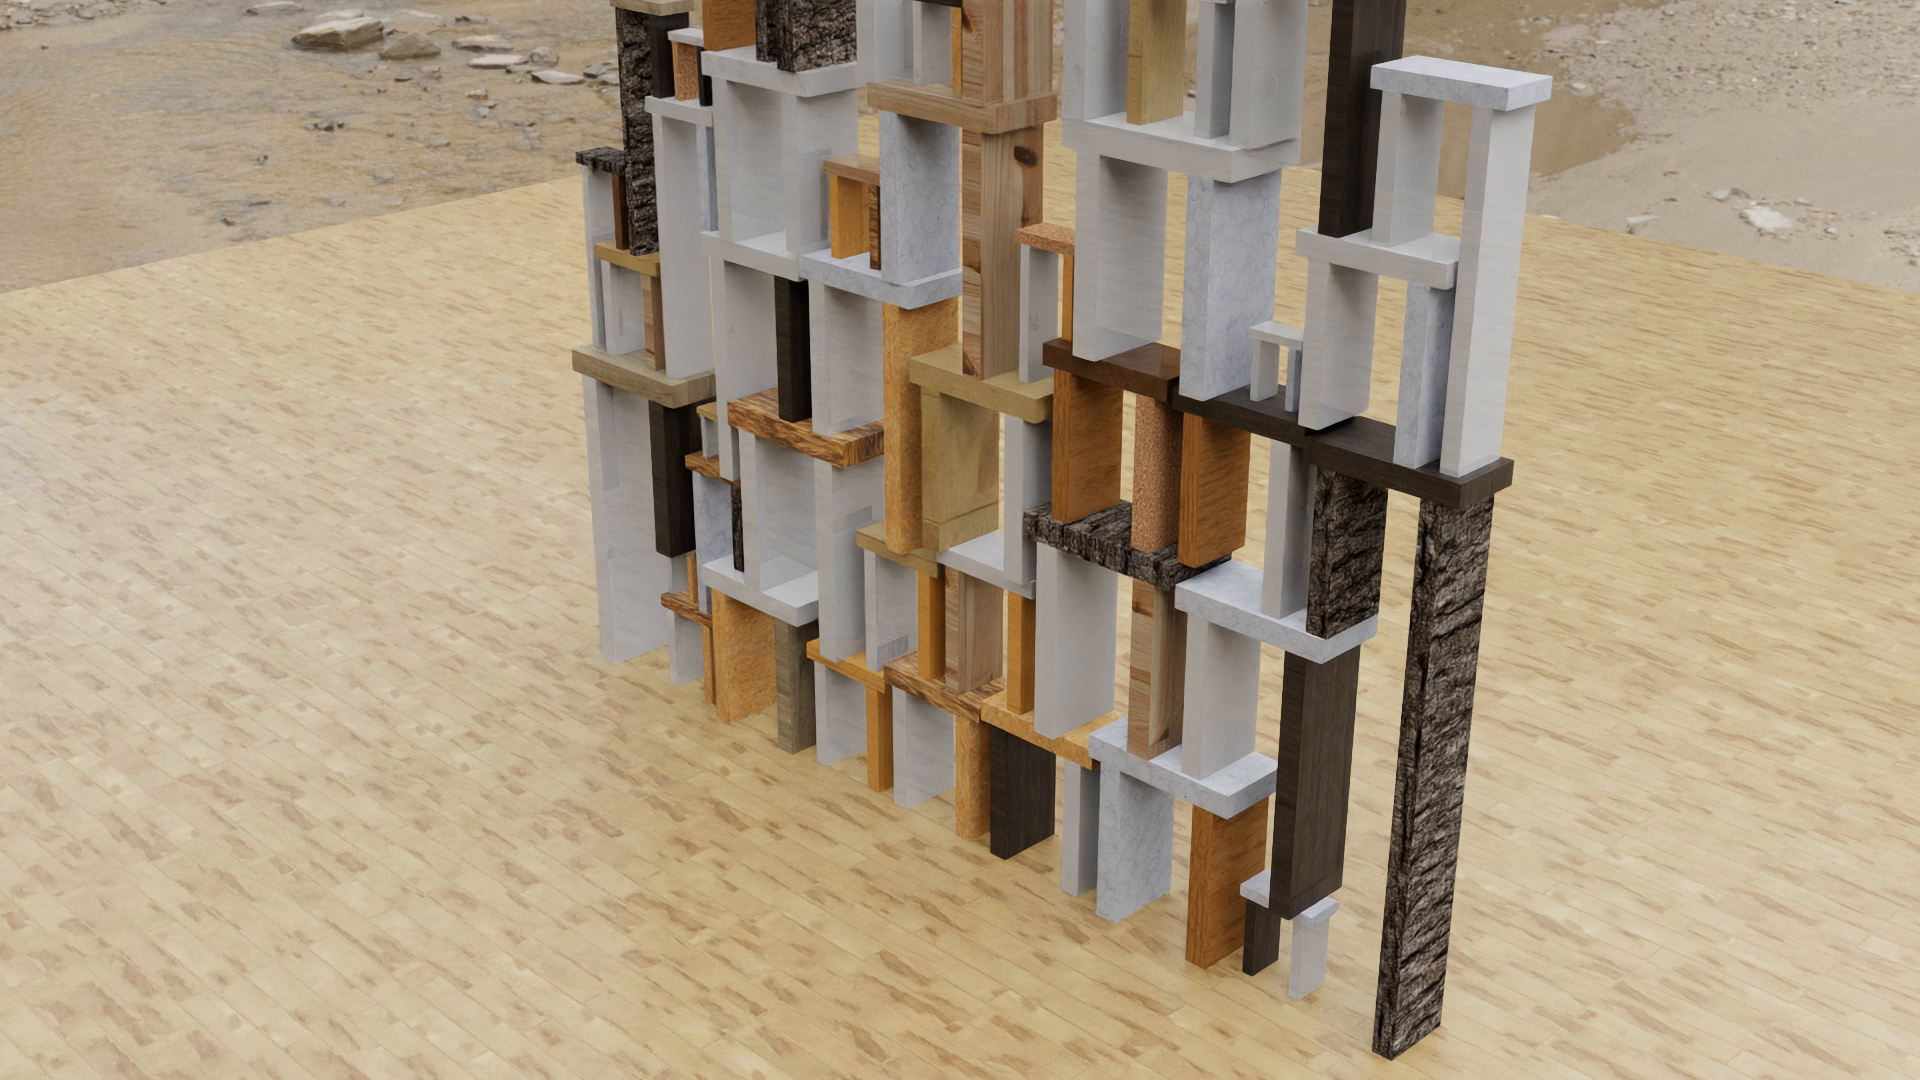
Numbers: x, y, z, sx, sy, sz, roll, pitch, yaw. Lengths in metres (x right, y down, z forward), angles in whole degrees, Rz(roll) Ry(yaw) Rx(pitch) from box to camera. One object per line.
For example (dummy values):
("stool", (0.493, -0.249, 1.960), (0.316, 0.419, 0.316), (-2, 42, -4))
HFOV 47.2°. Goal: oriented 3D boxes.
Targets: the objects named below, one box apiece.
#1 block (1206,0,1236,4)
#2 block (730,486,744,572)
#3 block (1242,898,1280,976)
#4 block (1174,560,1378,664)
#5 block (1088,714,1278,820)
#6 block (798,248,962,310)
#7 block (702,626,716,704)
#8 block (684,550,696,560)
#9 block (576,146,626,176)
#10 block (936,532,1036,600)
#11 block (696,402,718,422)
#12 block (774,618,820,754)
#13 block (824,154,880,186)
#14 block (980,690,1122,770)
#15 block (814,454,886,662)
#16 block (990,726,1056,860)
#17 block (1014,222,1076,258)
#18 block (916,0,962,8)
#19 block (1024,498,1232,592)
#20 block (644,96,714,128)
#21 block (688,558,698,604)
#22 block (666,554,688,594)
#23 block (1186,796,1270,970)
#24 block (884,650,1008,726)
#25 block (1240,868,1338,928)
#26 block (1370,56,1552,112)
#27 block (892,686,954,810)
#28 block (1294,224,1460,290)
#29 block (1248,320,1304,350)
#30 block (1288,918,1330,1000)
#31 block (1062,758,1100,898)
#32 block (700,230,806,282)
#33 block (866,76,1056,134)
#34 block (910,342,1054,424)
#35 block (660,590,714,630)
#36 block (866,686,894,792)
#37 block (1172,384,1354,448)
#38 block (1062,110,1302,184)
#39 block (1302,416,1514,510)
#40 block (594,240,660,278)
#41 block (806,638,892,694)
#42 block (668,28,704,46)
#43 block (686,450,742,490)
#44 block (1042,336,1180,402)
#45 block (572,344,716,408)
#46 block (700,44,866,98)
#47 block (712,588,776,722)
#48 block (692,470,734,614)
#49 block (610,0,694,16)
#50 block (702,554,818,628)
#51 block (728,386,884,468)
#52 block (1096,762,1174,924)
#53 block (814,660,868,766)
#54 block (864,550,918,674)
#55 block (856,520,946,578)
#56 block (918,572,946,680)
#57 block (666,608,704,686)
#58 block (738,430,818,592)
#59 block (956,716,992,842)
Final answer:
("block", (0.368, -0.876, 3.456), (0.211, 0.030, 0.106), (21, 31, 40))
("block", (-0.440, -0.037, 4.694), (0.027, 0.193, 0.096), (21, 31, 41))
("block", (0.540, 0.695, 3.926), (0.022, 0.154, 0.077), (21, 31, 41))
("block", (0.530, 0.117, 3.699), (0.308, 0.044, 0.154), (21, 31, 41))
("block", (0.404, 0.395, 3.946), (0.322, 0.046, 0.161), (21, 31, 41))
("block", (-0.147, -0.506, 4.172), (0.155, 0.044, 0.310), (-21, 31, -41))
("block", (-0.527, 0.263, 4.902), (0.027, 0.187, 0.094), (21, 31, 41))
("block", (-0.602, 0.013, 4.879), (0.055, 0.016, 0.111), (-21, 31, -41))
("block", (-0.737, -0.808, 4.688), (0.164, 0.023, 0.082), (22, 31, 40))
("block", (0.087, 0.042, 4.151), (0.124, 0.035, 0.247), (-21, 31, -41))
("block", (-0.509, -0.268, 4.655), (0.048, 0.014, 0.096), (-21, 32, -41))
("block", (-0.318, 0.287, 4.686), (0.044, 0.310, 0.155), (21, 31, 41))
("block", (-0.171, -0.692, 4.110), (0.081, 0.023, 0.162), (-21, 31, -40))
("block", (0.191, 0.346, 4.167), (0.284, 0.040, 0.142), (21, 31, 41))
("block", (-0.208, 0.020, 4.466), (0.050, 0.434, 0.175), (21, 31, 41))
("block", (0.124, 0.469, 4.292), (0.040, 0.284, 0.142), (21, 31, 41))
("block", (0.176, -0.521, 3.816), (0.151, 0.021, 0.076), (21, 31, 41))
("block", (-0.014, -0.949, 3.832), (0.147, 0.021, 0.073), (21, 31, 40))
("block", (0.295, -0.005, 3.897), (0.340, 0.048, 0.170), (21, 31, 41))
("block", (-0.525, -0.869, 4.423), (0.107, 0.030, 0.214), (-21, 31, -41))
("block", (-0.576, 0.082, 4.880), (0.055, 0.111, 0.016), (-21, 31, -41))
("block", (-0.628, 0.061, 4.928), (0.055, 0.111, 0.016), (-21, 31, -41))
("block", (0.480, 0.594, 3.948), (0.046, 0.322, 0.161), (21, 31, 41))
("block", (-0.011, 0.285, 4.354), (0.268, 0.038, 0.134), (21, 31, 41))
("block", (0.577, 0.628, 3.858), (0.154, 0.022, 0.077), (21, 31, 41))
("block", (0.721, -0.660, 3.169), (0.229, 0.033, 0.115), (21, 31, 41))
("block", (-0.074, 0.401, 4.472), (0.038, 0.268, 0.134), (21, 31, 41))
("block", (0.658, -0.437, 3.324), (0.271, 0.038, 0.135), (21, 31, 41))
("block", (0.520, -0.327, 3.517), (0.053, 0.015, 0.105), (-21, 31, -41))
("block", (0.613, 0.723, 3.859), (0.022, 0.154, 0.077), (21, 31, 41))
("block", (0.258, 0.521, 4.168), (0.040, 0.284, 0.142), (21, 31, 41))
("block", (-0.365, -0.578, 4.379), (0.297, 0.042, 0.149), (21, 31, 41))
("block", (0.001, -0.776, 3.886), (0.158, 0.045, 0.316), (-22, 31, -40))
("block", (0.077, -0.292, 4.013), (0.161, 0.046, 0.321), (-21, 31, -40))
("block", (-0.571, 0.147, 4.901), (0.187, 0.027, 0.094), (21, 31, 41))
("block", (-0.137, 0.391, 4.536), (0.034, 0.237, 0.118), (21, 31, 41))
("block", (0.495, -0.217, 3.597), (0.270, 0.038, 0.135), (21, 31, 41))
("block", (0.355, -0.648, 3.562), (0.354, 0.050, 0.177), (21, 31, 40))
("block", (0.694, -0.123, 3.417), (0.289, 0.041, 0.144), (21, 31, 41))
("block", (-0.674, -0.609, 4.706), (0.212, 0.030, 0.106), (21, 31, 40))
("block", (-0.193, 0.245, 4.534), (0.118, 0.034, 0.237), (-21, 31, -41))
("block", (-0.520, -0.997, 4.362), (0.059, 0.017, 0.118), (-21, 31, -40))
("block", (-0.487, -0.155, 4.691), (0.193, 0.027, 0.096), (21, 31, 40))
("block", (0.292, -0.304, 3.771), (0.281, 0.040, 0.140), (21, 31, 41))
("block", (-0.668, -0.373, 4.798), (0.355, 0.050, 0.177), (21, 31, 40))
("block", (-0.338, -0.902, 4.207), (0.153, 0.043, 0.307), (-21, 31, -41))
("block", (-0.464, 0.230, 4.820), (0.044, 0.310, 0.155), (21, 31, 41))
("block", (-0.531, -0.008, 4.805), (0.027, 0.333, 0.096), (21, 31, 40))
("block", (-0.623, -1.084, 4.435), (0.083, 0.024, 0.166), (-21, 31, -41))
("block", (-0.391, 0.096, 4.684), (0.310, 0.044, 0.155), (21, 31, 41))
("block", (-0.290, -0.235, 4.447), (0.350, 0.050, 0.175), (21, 31, 41))
("block", (0.328, 0.535, 4.087), (0.046, 0.322, 0.161), (21, 31, 41))
("block", (-0.249, 0.348, 4.639), (0.118, 0.237, 0.034), (-21, 31, -41))
("block", (-0.138, 0.127, 4.431), (0.032, 0.264, 0.114), (21, 31, 41))
("block", (-0.084, 0.012, 4.324), (0.228, 0.032, 0.114), (21, 31, 41))
("block", (-0.030, 0.153, 4.326), (0.032, 0.228, 0.114), (21, 31, 41))
("block", (-0.615, 0.228, 4.983), (0.027, 0.187, 0.094), (21, 31, 41))
("block", (-0.373, -0.083, 4.601), (0.050, 0.350, 0.175), (21, 31, 41))
("block", (0.052, 0.451, 4.355), (0.038, 0.268, 0.134), (21, 31, 41))
